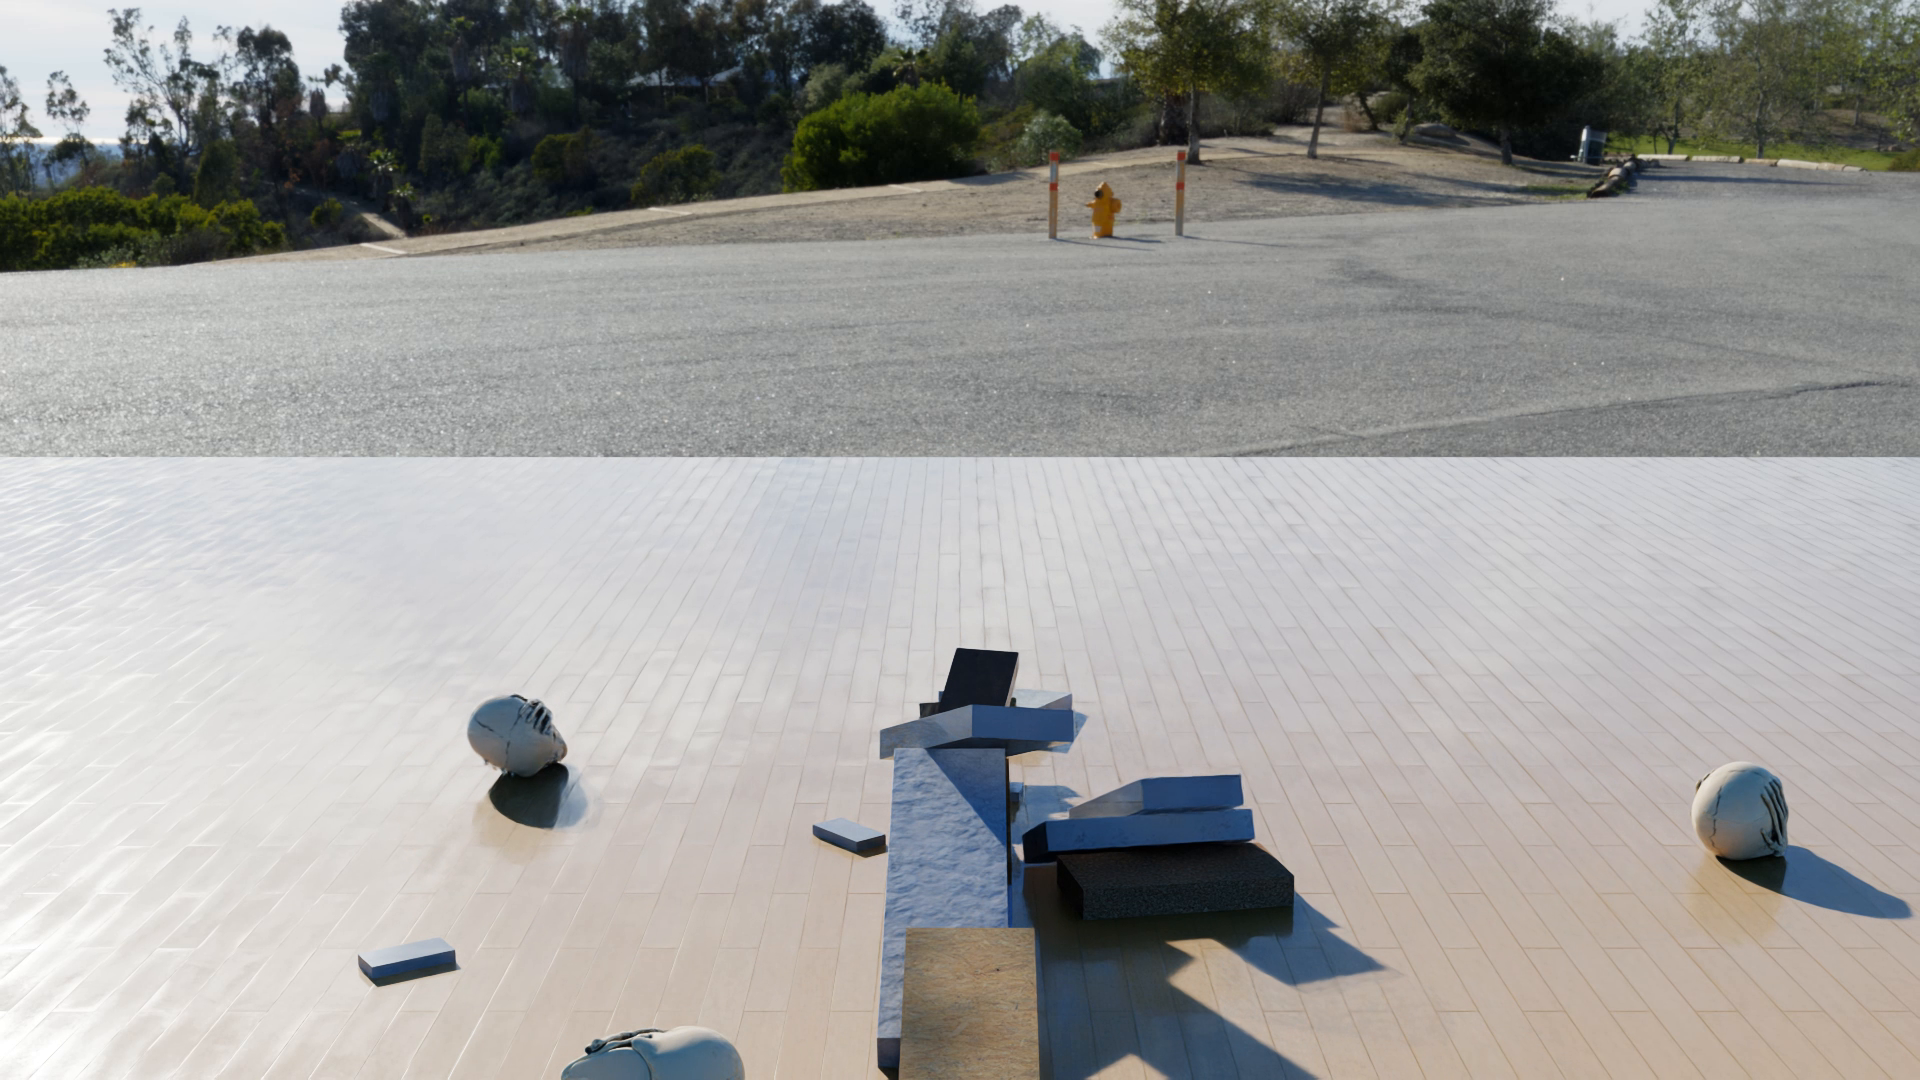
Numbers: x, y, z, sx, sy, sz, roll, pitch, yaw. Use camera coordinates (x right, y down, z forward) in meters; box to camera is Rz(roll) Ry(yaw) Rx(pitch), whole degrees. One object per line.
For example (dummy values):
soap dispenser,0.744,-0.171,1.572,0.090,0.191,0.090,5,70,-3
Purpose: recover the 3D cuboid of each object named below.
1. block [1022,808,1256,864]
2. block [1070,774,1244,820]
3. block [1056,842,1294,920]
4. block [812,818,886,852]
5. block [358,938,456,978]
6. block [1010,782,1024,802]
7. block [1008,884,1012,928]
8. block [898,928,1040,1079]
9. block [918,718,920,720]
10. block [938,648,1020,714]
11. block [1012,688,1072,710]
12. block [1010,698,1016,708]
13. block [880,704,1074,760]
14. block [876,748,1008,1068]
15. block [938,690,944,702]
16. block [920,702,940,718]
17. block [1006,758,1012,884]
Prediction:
block,0.303,0.508,3.765,0.360,0.051,0.180,-2,-14,-12
block,0.334,0.462,3.802,0.178,0.050,0.356,0,-15,-17
block,0.356,0.566,3.660,0.356,0.050,0.178,-2,11,-11
block,-0.199,0.529,3.949,0.065,0.018,0.131,-9,14,-40
block,-0.845,0.638,3.360,0.130,0.018,0.065,-7,13,-33
block,0.053,0.480,4.211,0.131,0.018,0.065,2,11,9
block,0.006,0.585,3.358,0.148,0.042,0.295,0,27,1
block,0.013,0.649,2.940,0.180,0.051,0.360,0,27,1
block,-0.027,0.412,4.365,0.088,0.025,0.176,-5,34,-7
block,0.025,0.332,4.243,0.126,0.036,0.359,4,34,9
block,0.144,0.358,4.742,0.126,0.036,0.252,4,5,20
block,0.036,0.392,4.342,0.120,0.034,0.239,5,34,7
block,0.022,0.322,3.619,0.178,0.050,0.369,5,-13,-24
block,-0.019,0.528,3.282,0.180,0.051,0.697,0,28,1
block,0.018,0.398,4.268,0.120,0.034,0.308,-2,33,1
block,-0.013,0.395,4.212,0.120,0.034,0.239,-4,33,-2
block,0.007,0.449,3.532,0.148,0.042,0.295,0,27,0
